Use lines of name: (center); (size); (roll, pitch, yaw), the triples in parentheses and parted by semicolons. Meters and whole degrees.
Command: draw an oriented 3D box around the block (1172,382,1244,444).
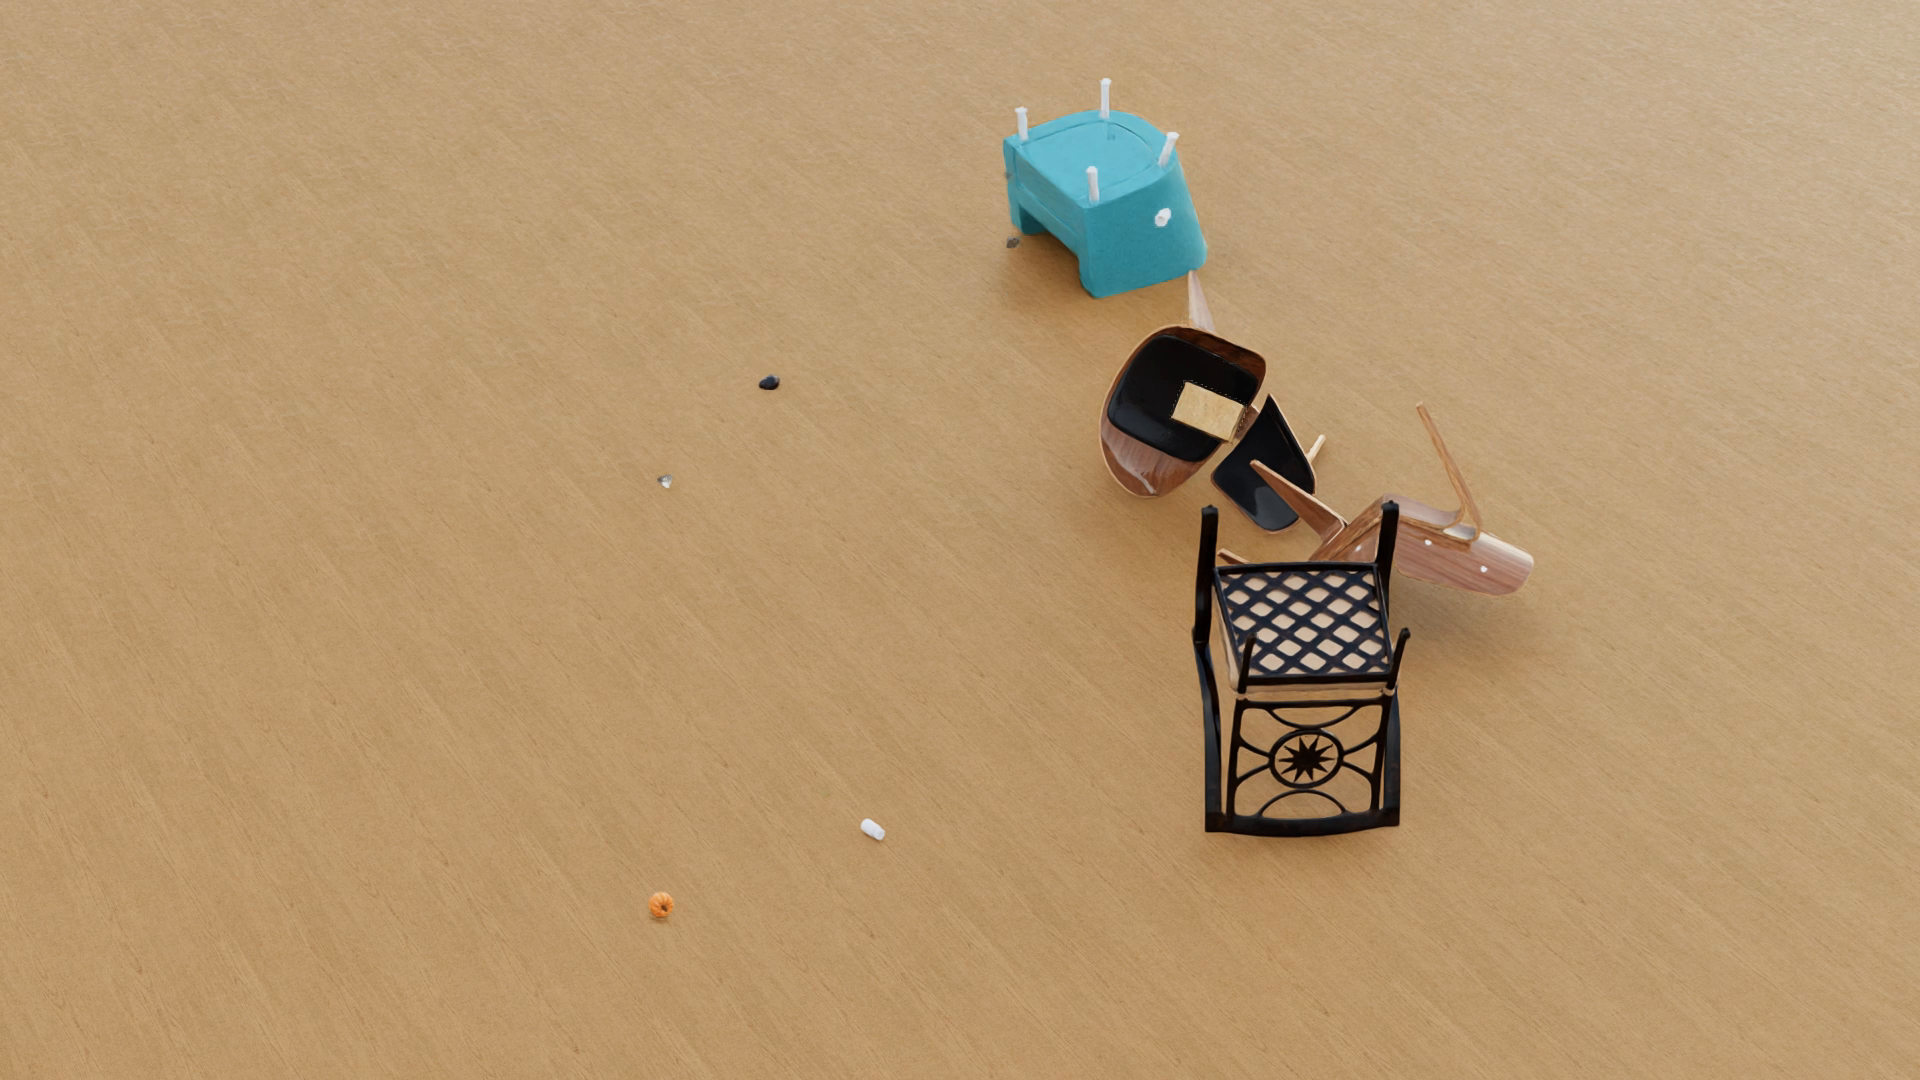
block: (0.883, -0.452, 10.417); (0.216, 0.138, 0.141); (23, 1, 8)

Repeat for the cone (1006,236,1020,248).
cone: (0.212, -1.263, 12.327); (0.062, 0.047, 0.063); (-27, 44, -2)
